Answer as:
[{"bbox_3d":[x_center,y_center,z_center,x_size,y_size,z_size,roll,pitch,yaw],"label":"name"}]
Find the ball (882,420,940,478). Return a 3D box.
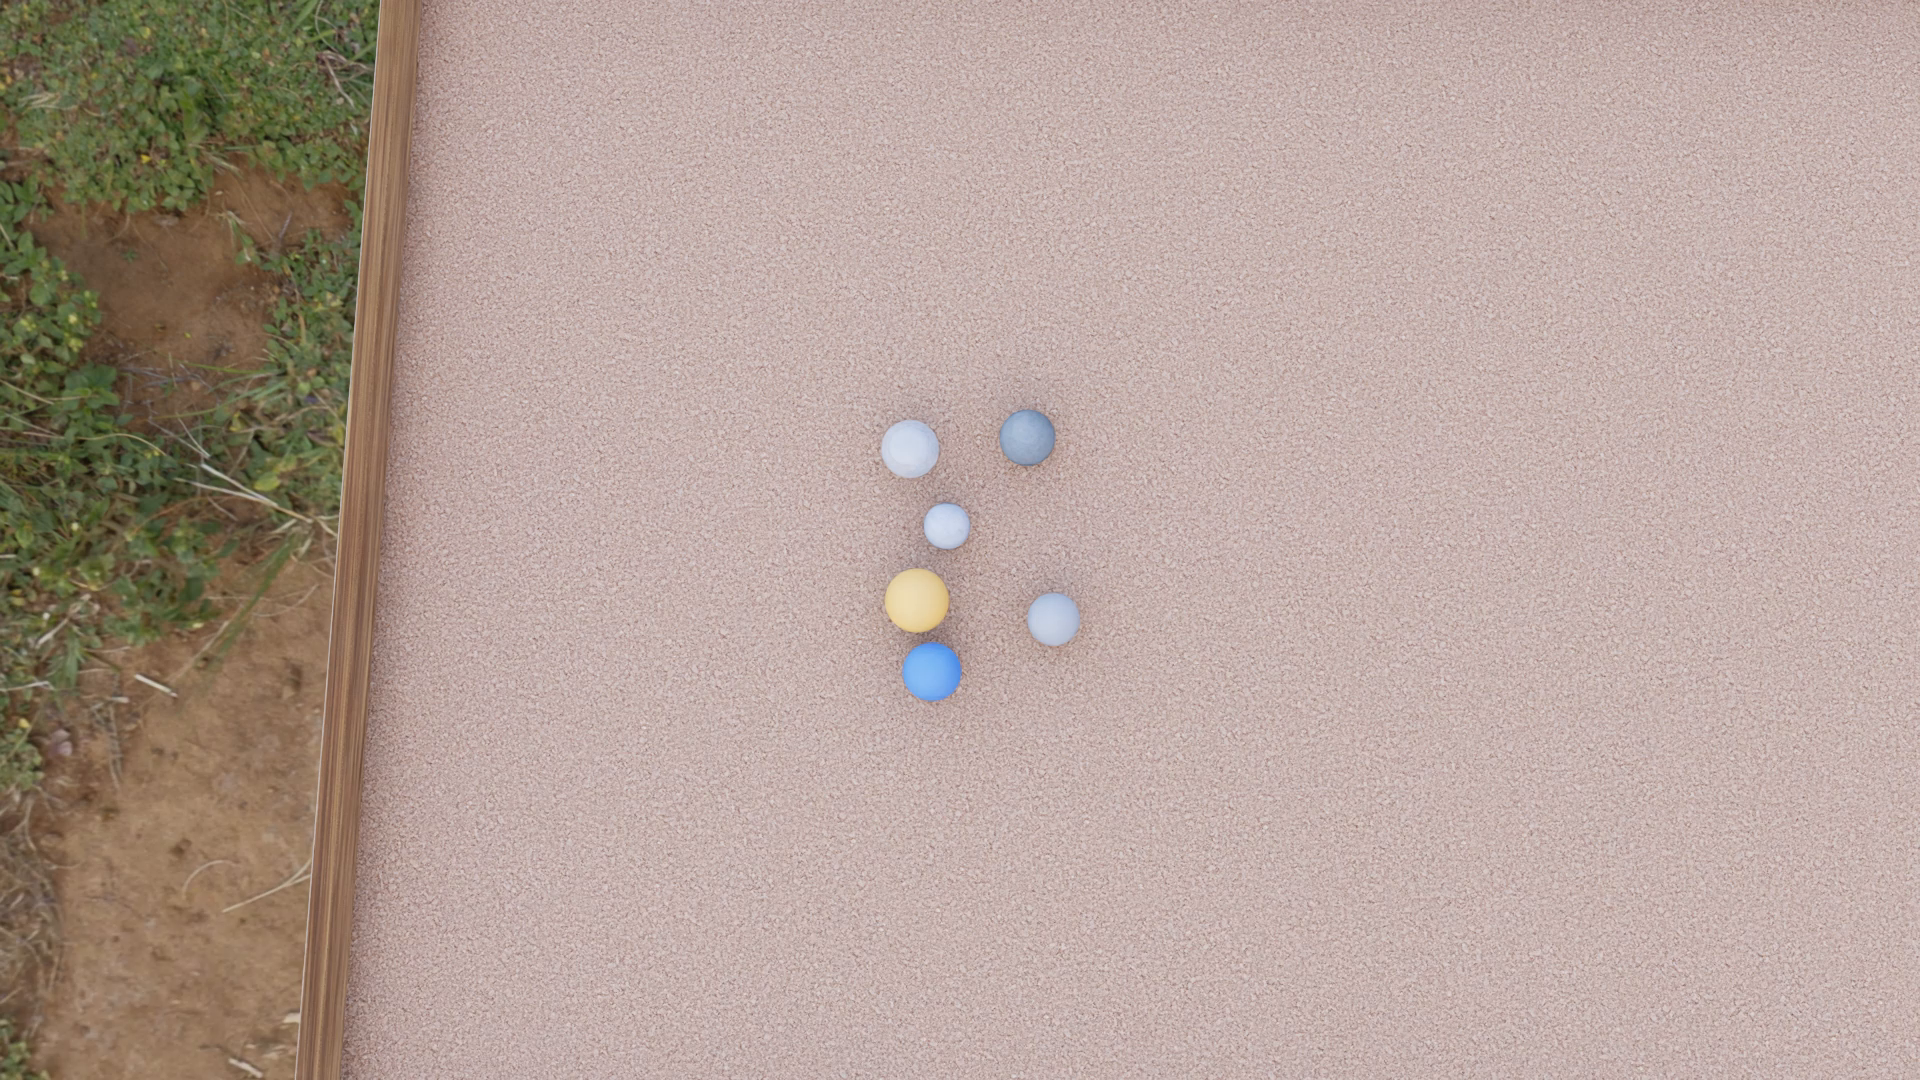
[{"bbox_3d":[-0.075,-0.136,3.298,0.087,0.087,0.087,0,80,0],"label":"ball"}]

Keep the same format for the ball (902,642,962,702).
[{"bbox_3d":[-0.041,0.194,3.240,0.087,0.087,0.087,0,80,0],"label":"ball"}]

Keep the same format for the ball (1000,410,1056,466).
[{"bbox_3d":[0.101,-0.154,3.302,0.085,0.085,0.085,0,80,0],"label":"ball"}]

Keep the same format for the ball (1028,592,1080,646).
[{"bbox_3d":[0.139,0.117,3.258,0.079,0.079,0.079,0,80,0],"label":"ball"}]

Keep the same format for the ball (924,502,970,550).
[{"bbox_3d":[-0.020,-0.021,3.286,0.071,0.071,0.071,0,80,0],"label":"ball"}]

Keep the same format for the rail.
[{"bbox_3d":[-0.879,-0.029,3.259,0.045,0.125,1.990,2,80,0],"label":"rail"}]

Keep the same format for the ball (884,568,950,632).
[{"bbox_3d":[-0.064,0.090,3.254,0.096,0.096,0.096,0,80,0],"label":"ball"}]
